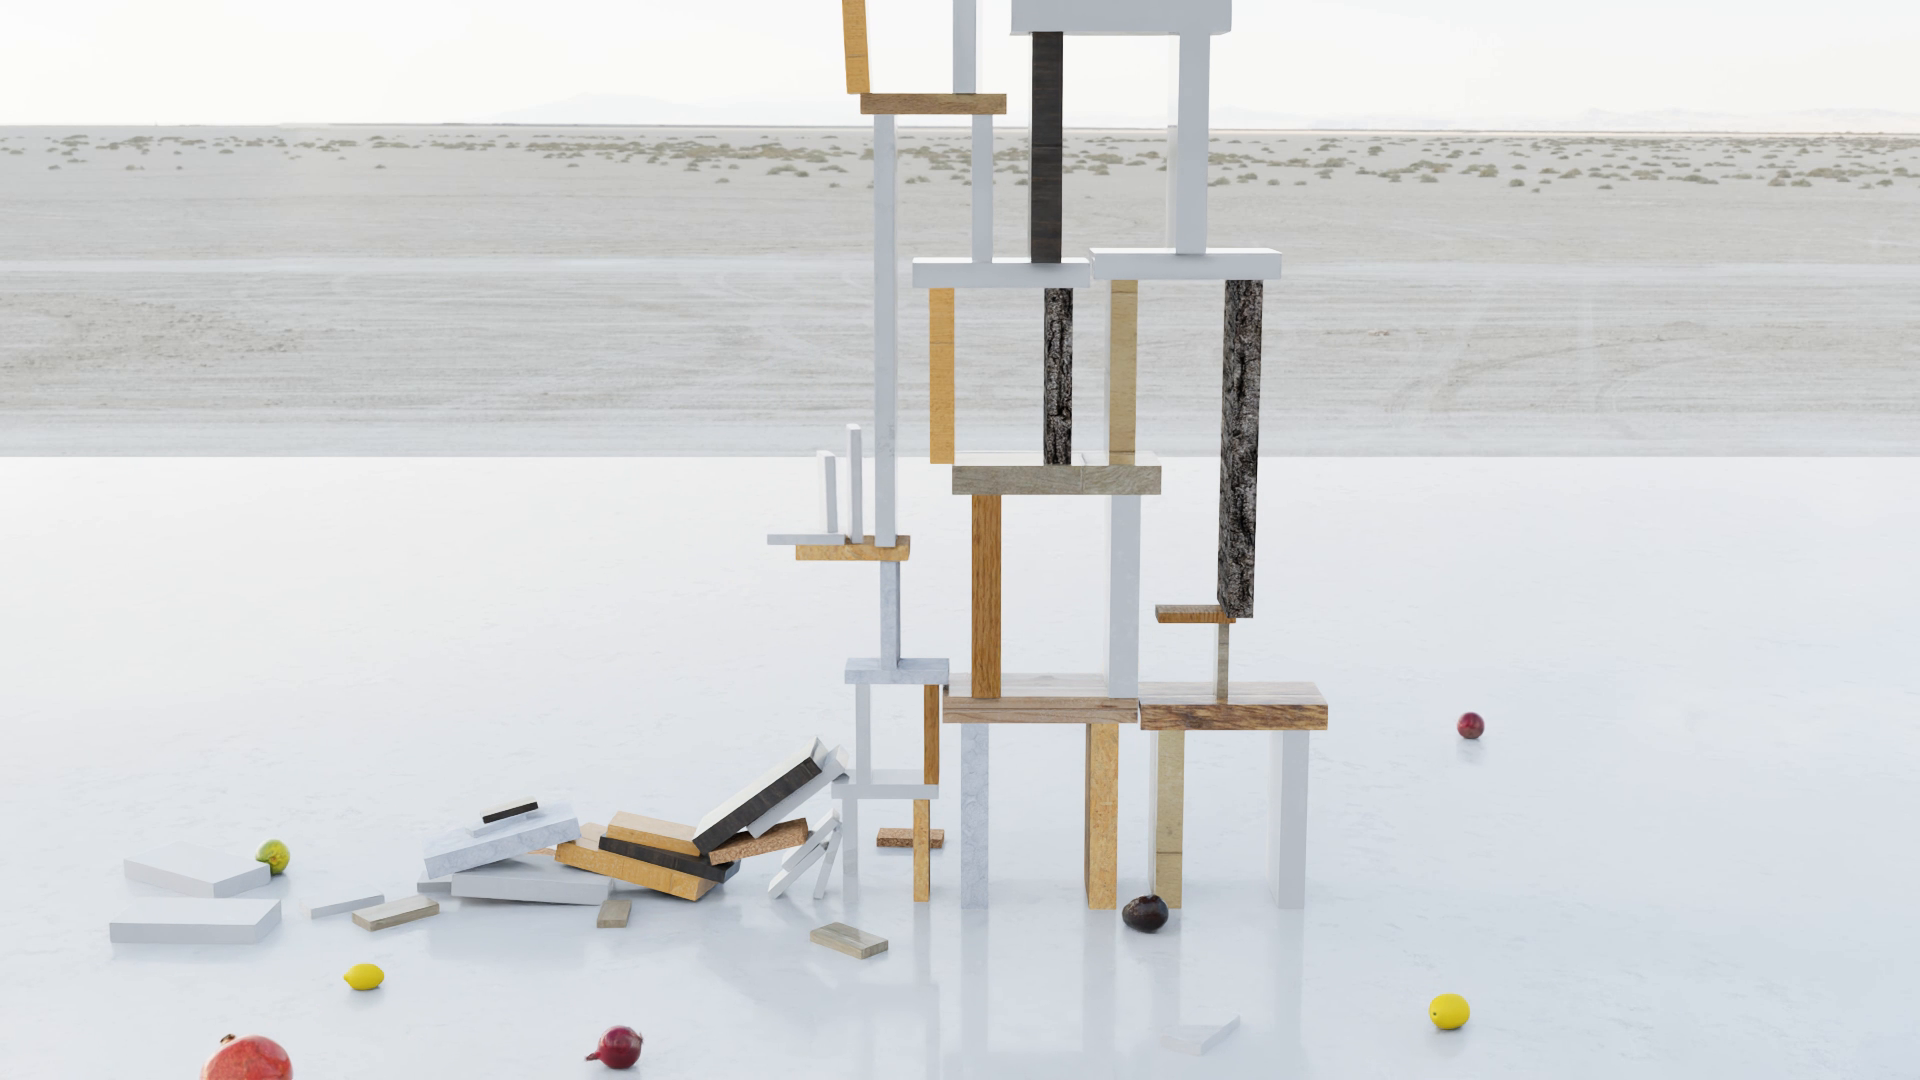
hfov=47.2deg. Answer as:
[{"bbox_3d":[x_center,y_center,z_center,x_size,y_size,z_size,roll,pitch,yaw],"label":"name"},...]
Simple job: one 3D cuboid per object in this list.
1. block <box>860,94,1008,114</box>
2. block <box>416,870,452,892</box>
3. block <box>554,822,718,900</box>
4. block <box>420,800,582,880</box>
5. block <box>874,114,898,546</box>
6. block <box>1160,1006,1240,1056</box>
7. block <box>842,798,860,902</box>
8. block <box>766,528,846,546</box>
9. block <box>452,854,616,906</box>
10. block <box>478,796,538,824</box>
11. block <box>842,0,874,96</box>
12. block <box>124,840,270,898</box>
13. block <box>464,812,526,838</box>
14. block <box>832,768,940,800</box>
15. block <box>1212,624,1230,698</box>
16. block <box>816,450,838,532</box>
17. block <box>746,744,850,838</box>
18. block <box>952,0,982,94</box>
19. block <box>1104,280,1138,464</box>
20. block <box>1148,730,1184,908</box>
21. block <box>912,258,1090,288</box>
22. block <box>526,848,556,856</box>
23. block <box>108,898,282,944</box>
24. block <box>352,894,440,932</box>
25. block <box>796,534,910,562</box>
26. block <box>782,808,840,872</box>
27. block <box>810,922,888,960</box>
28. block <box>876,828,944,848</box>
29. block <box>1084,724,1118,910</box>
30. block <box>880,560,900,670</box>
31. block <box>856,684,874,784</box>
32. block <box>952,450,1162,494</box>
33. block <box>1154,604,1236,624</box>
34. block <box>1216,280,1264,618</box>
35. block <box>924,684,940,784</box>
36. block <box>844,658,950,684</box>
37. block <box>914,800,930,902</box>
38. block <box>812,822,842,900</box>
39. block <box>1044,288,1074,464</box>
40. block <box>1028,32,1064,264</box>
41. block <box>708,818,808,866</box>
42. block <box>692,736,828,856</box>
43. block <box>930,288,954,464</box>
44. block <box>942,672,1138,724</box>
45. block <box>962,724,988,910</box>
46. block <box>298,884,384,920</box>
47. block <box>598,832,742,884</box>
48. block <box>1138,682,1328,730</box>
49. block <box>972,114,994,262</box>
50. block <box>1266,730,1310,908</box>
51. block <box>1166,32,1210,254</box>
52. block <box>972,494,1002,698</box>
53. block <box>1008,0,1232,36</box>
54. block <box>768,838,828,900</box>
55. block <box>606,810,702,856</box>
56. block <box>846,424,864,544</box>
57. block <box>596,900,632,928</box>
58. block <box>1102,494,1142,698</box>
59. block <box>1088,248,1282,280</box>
[{"bbox_3d":[-0.040,-0.680,3.430,0.226,0.032,0.113,0,11,0],"label":"block"},{"bbox_3d":[-0.848,0.574,3.707,0.123,0.017,0.062,-1,11,-5],"label":"block"},{"bbox_3d":[-0.537,0.539,3.697,0.254,0.036,0.127,14,10,12],"label":"block"},{"bbox_3d":[-0.767,0.498,3.674,0.254,0.036,0.127,-14,11,-14],"label":"block"},{"bbox_3d":[-0.117,-0.332,3.495,0.032,0.676,0.113,0,11,1],"label":"block"},{"bbox_3d":[0.338,0.689,3.088,0.063,0.018,0.125,7,12,32],"label":"block"},{"bbox_3d":[-0.180,0.502,3.658,0.025,0.176,0.088,0,11,0],"label":"block"},{"bbox_3d":[-0.247,-0.006,3.545,0.124,0.018,0.062,0,11,0],"label":"block"},{"bbox_3d":[-0.707,0.562,3.662,0.254,0.036,0.127,4,10,-4],"label":"block"},{"bbox_3d":[-0.758,0.453,3.696,0.093,0.013,0.046,-15,11,-17],"label":"block"},{"bbox_3d":[-0.162,-0.823,3.411,0.036,0.257,0.128,-3,11,1],"label":"block"},{"bbox_3d":[-1.295,0.561,3.733,0.232,0.033,0.116,7,12,32],"label":"block"},{"bbox_3d":[-0.777,0.474,3.678,0.093,0.013,0.046,-18,12,-29],"label":"block"},{"bbox_3d":[-0.122,0.404,3.638,0.176,0.025,0.088,0,11,1],"label":"block"},{"bbox_3d":[0.426,0.191,3.592,0.018,0.125,0.063,0,11,0],"label":"block"},{"bbox_3d":[-0.214,-0.078,3.543,0.018,0.124,0.062,-4,11,-15],"label":"block"},{"bbox_3d":[-0.270,0.418,3.661,0.192,0.026,0.090,-38,8,7],"label":"block"},{"bbox_3d":[0.012,-0.822,3.405,0.036,0.257,0.128,1,11,5],"label":"block"},{"bbox_3d":[0.255,-0.274,3.506,0.041,0.290,0.145,0,11,0],"label":"block"},{"bbox_3d":[0.341,0.441,3.645,0.043,0.302,0.151,0,11,0],"label":"block"},{"bbox_3d":[0.064,-0.423,3.482,0.276,0.039,0.138,0,11,0],"label":"block"},{"bbox_3d":[-0.743,0.551,3.833,0.117,0.016,0.058,7,13,34],"label":"block"},{"bbox_3d":[-1.213,0.605,3.496,0.232,0.033,0.116,0,11,2],"label":"block"},{"bbox_3d":[-0.912,0.603,3.554,0.123,0.017,0.062,-10,14,-42],"label":"block"},{"bbox_3d":[-0.172,0.012,3.562,0.181,0.026,0.090,0,11,1],"label":"block"},{"bbox_3d":[-0.248,0.499,3.657,0.119,0.017,0.059,-44,7,5],"label":"block"},{"bbox_3d":[-0.173,0.625,3.434,0.116,0.016,0.058,10,14,43],"label":"block"},{"bbox_3d":[-0.088,0.533,3.933,0.116,0.016,0.058,1,11,5],"label":"block"},{"bbox_3d":[0.233,0.435,3.643,0.044,0.314,0.157,0,11,0],"label":"block"},{"bbox_3d":[-0.113,0.113,3.585,0.026,0.181,0.090,1,11,3],"label":"block"},{"bbox_3d":[-0.157,0.309,3.619,0.024,0.168,0.084,0,11,0],"label":"block"},{"bbox_3d":[0.152,-0.109,3.536,0.329,0.047,0.165,0,11,0],"label":"block"},{"bbox_3d":[0.383,0.120,3.579,0.125,0.018,0.063,0,11,0],"label":"block"},{"bbox_3d":[0.448,-0.153,3.529,0.041,0.537,0.145,0,11,0],"label":"block"},{"bbox_3d":[-0.046,0.309,3.618,0.024,0.168,0.084,0,11,0],"label":"block"},{"bbox_3d":[-0.102,0.214,3.601,0.168,0.024,0.084,0,11,1],"label":"block"},{"bbox_3d":[-0.063,0.502,3.657,0.025,0.176,0.088,0,11,1],"label":"block"},{"bbox_3d":[-0.219,0.532,3.658,0.017,0.119,0.059,17,10,-3],"label":"block"},{"bbox_3d":[0.156,-0.268,3.511,0.039,0.276,0.138,0,11,0],"label":"block"},{"bbox_3d":[0.133,-0.614,3.444,0.047,0.349,0.167,0,11,0],"label":"block"},{"bbox_3d":[-0.334,0.500,3.656,0.158,0.022,0.079,-13,10,3],"label":"block"},{"bbox_3d":[-0.331,0.425,3.659,0.246,0.033,0.116,-36,8,8],"label":"block"},{"bbox_3d":[-0.028,-0.268,3.511,0.039,0.276,0.138,0,10,0],"label":"block"},{"bbox_3d":[0.129,0.259,3.610,0.314,0.044,0.157,0,11,0],"label":"block"},{"bbox_3d":[0.024,0.435,3.643,0.044,0.314,0.157,0,11,0],"label":"block"},{"bbox_3d":[-1.015,0.593,3.607,0.123,0.017,0.062,-7,13,-35],"label":"block"},{"bbox_3d":[-0.484,0.524,3.673,0.224,0.022,0.079,14,10,12],"label":"block"},{"bbox_3d":[0.442,0.272,3.614,0.302,0.043,0.151,0,11,0],"label":"block"},{"bbox_3d":[0.035,-0.553,3.455,0.032,0.226,0.113,0,11,0],"label":"block"},{"bbox_3d":[0.542,0.441,3.645,0.043,0.302,0.151,0,11,0],"label":"block"},{"bbox_3d":[0.356,-0.621,3.443,0.047,0.334,0.167,0,11,0],"label":"block"},{"bbox_3d":[0.042,0.076,3.571,0.047,0.329,0.165,0,11,0],"label":"block"},{"bbox_3d":[0.244,-0.809,3.408,0.334,0.047,0.167,0,11,0],"label":"block"},{"bbox_3d":[-0.269,0.543,3.661,0.119,0.017,0.059,-43,7,7],"label":"block"},{"bbox_3d":[-0.507,0.492,3.691,0.158,0.022,0.079,12,10,1],"label":"block"},{"bbox_3d":[-0.170,-0.091,3.543,0.018,0.185,0.062,-2,11,-9],"label":"block"},{"bbox_3d":[-0.559,0.604,3.555,0.046,0.013,0.093,-1,11,-3],"label":"block"},{"bbox_3d":[0.262,0.076,3.571,0.047,0.329,0.165,0,11,0],"label":"block"},{"bbox_3d":[0.352,-0.437,3.476,0.290,0.041,0.145,0,11,0],"label":"block"}]
